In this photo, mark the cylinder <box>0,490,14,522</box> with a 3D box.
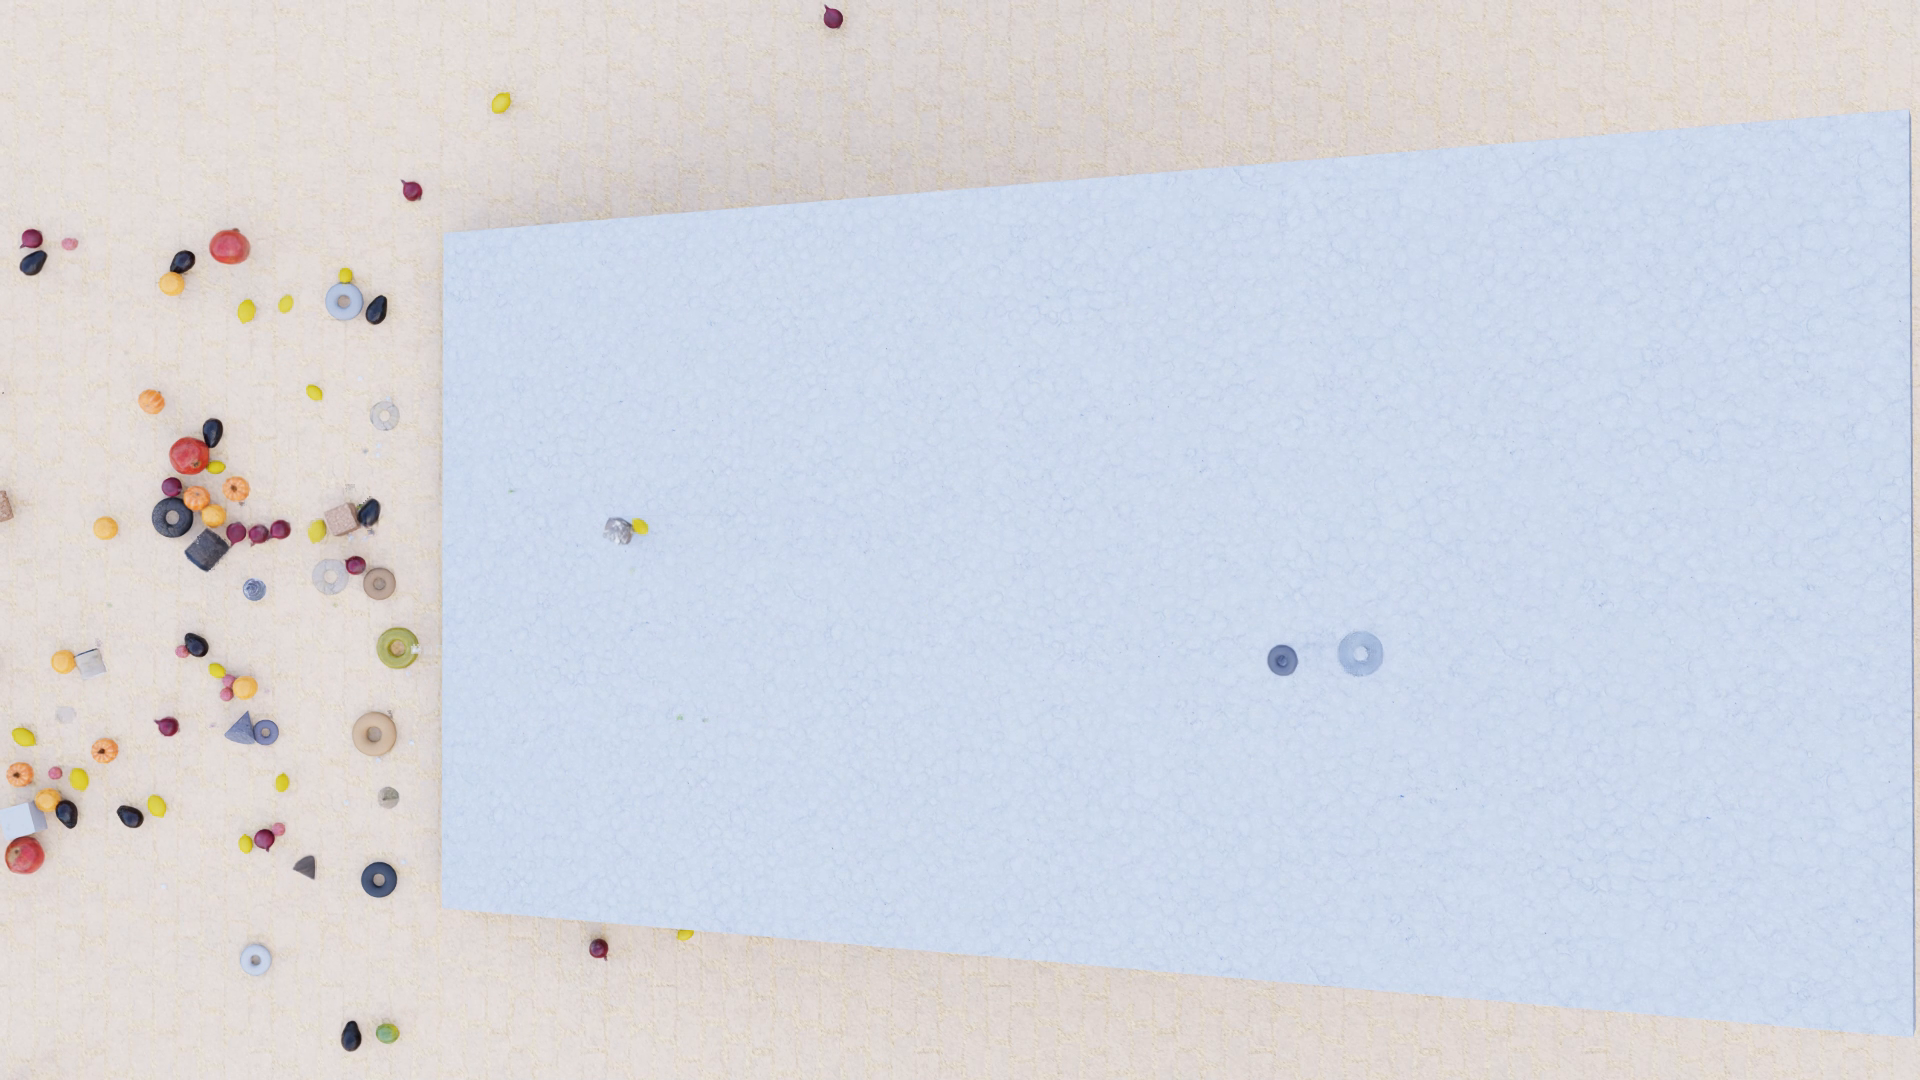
[{"bbox_3d":[-2.881,-0.096,6.568,0.082,0.082,0.082,-18,89,0],"label":"cylinder"}]

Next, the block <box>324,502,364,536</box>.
[{"bbox_3d":[-1.841,-0.061,6.570,0.076,0.076,0.076,-23,89,0],"label":"block"}]

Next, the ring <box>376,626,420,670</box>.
[{"bbox_3d":[-1.683,0.323,6.583,0.128,0.043,0.128,0,90,-1],"label":"ring"}]

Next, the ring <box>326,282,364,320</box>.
[{"bbox_3d":[-1.847,-0.716,6.597,0.115,0.038,0.115,0,90,1],"label":"ring"}]

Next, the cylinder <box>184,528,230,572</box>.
[{"bbox_3d":[-2.247,0.030,6.561,0.091,0.091,0.091,44,90,0],"label":"cylinder"}]

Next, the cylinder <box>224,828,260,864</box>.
[{"bbox_3d":[-2.142,0.912,6.561,0.076,0.076,0.076,36,80,0],"label":"cylinder"}]

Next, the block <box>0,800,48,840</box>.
[{"bbox_3d":[-2.792,0.834,6.552,0.092,0.092,0.092,-15,89,0],"label":"block"}]

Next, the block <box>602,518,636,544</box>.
[{"bbox_3d":[-0.962,-0.025,6.202,0.058,0.058,0.058,26,101,24],"label":"block"}]

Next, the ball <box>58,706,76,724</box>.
[{"bbox_3d":[-2.672,0.522,6.575,0.053,0.053,0.053,0,89,0],"label":"ball"}]

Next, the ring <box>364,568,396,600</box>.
[{"bbox_3d":[-1.740,0.131,6.590,0.098,0.033,0.098,0,88,0],"label":"ring"}]

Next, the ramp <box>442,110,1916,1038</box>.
[{"bbox_3d":[0.280,0.080,5.671,4.000,0.100,2.000,0,89,26],"label":"ramp"}]

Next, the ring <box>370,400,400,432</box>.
[{"bbox_3d":[-1.726,-0.372,6.596,0.093,0.031,0.093,0,89,1],"label":"ring"}]

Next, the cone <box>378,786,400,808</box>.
[{"bbox_3d":[-1.715,0.773,6.566,0.067,0.067,0.067,0,89,0],"label":"cone"}]

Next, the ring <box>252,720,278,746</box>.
[{"bbox_3d":[-2.080,0.577,6.589,0.078,0.026,0.078,0,90,-1],"label":"ring"}]

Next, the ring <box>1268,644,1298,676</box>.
[{"bbox_3d":[0.784,0.293,5.349,0.077,0.026,0.077,0,90,26],"label":"ring"}]

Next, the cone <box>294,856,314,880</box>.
[{"bbox_3d":[-1.948,0.994,6.581,0.069,0.069,0.069,-22,116,0],"label":"cone"}]

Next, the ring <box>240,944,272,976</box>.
[{"bbox_3d":[-2.106,1.256,6.578,0.094,0.031,0.094,0,90,1],"label":"ring"}]

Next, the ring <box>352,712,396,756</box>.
[{"bbox_3d":[-1.752,0.581,6.579,0.134,0.045,0.134,0,89,1],"label":"ring"}]

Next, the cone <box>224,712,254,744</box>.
[{"bbox_3d":[-2.143,0.551,6.581,0.092,0.092,0.092,8,63,0],"label":"cone"}]

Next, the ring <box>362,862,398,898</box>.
[{"bbox_3d":[-1.738,1.017,6.579,0.108,0.036,0.108,0,90,-1],"label":"ring"}]

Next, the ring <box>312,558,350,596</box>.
[{"bbox_3d":[-1.886,0.110,6.588,0.112,0.037,0.112,0,89,-1],"label":"ring"}]

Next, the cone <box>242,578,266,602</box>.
[{"bbox_3d":[-2.119,0.148,6.571,0.071,0.071,0.071,0,89,0],"label":"cone"}]

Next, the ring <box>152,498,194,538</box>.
[{"bbox_3d":[-2.359,-0.067,6.588,0.123,0.041,0.123,0,89,-1],"label":"ring"}]

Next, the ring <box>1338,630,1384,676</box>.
[{"bbox_3d":[0.958,0.272,5.256,0.111,0.037,0.111,-1,88,28],"label":"ring"}]
